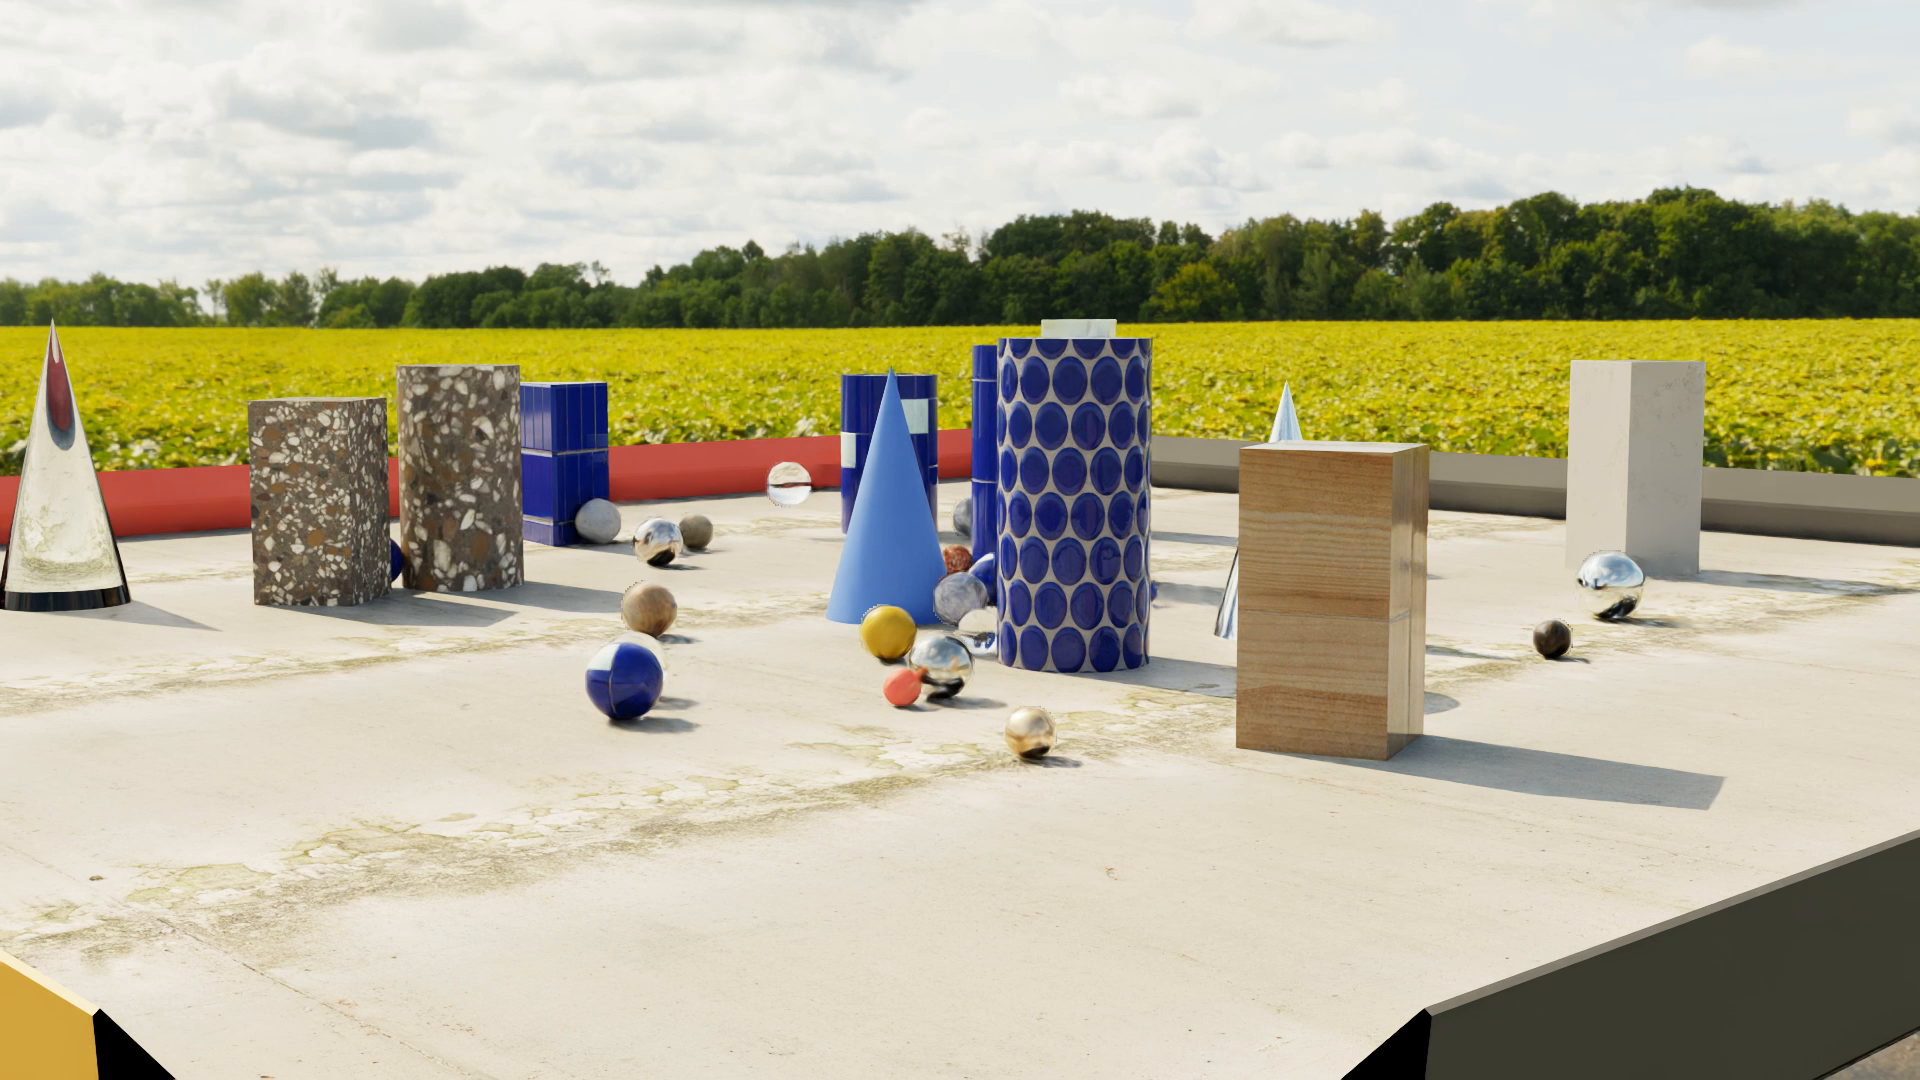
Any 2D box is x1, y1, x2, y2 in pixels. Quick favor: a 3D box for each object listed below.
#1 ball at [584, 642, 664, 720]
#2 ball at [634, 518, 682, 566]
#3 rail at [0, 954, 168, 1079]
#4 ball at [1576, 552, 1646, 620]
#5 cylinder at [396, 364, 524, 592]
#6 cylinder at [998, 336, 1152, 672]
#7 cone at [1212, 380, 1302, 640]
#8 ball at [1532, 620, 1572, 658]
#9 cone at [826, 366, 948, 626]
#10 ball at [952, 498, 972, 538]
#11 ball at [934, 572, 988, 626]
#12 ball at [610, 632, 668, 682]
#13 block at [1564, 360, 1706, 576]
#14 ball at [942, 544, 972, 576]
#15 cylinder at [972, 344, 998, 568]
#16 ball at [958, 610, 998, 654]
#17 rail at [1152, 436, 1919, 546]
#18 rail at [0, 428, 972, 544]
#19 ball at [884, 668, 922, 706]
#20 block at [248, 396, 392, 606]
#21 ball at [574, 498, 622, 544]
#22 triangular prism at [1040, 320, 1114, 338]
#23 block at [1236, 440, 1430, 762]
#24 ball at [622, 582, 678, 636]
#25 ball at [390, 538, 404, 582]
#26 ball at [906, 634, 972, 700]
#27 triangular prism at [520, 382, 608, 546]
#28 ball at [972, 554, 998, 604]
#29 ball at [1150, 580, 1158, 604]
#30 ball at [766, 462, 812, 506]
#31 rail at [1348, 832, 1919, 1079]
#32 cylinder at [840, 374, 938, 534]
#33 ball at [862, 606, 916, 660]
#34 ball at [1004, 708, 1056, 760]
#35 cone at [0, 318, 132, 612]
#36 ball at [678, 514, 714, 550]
[{"bbox_3d":[-0.365,0.153,2.392,0.086,0.086,0.086,0,6,0],"label":"ball"},{"bbox_3d":[-0.526,0.002,3.833,0.085,0.085,0.085,0,6,0],"label":"ball"},{"bbox_3d":[-1.361,0.164,2.083,0.045,0.126,3.728,-5,8,-42],"label":"rail"},{"bbox_3d":[0.937,0.066,3.167,0.097,0.097,0.097,0,6,0],"label":"ball"},{"bbox_3d":[-0.809,-0.105,3.561,0.195,0.355,0.195,0,6,0],"label":"cylinder"},{"bbox_3d":[0.144,-0.050,2.778,0.195,0.409,0.195,0,6,0],"label":"cylinder"},{"bbox_3d":[0.445,-0.045,3.012,0.195,0.350,0.195,0,6,0],"label":"cone"},{"bbox_3d":[0.759,0.126,2.821,0.049,0.049,0.049,0,6,0],"label":"ball"},{"bbox_3d":[-0.099,-0.070,3.182,0.195,0.365,0.195,0,6,0],"label":"cone"},{"bbox_3d":[0.023,-0.043,4.295,0.078,0.078,0.078,0,6,0],"label":"ball"},{"bbox_3d":[0.002,0.084,3.098,0.077,0.077,0.077,0,6,0],"label":"ball"},{"bbox_3d":[-0.372,0.144,2.519,0.077,0.077,0.077,0,6,0],"label":"ball"},{"bbox_3d":[1.149,-0.126,3.748,0.156,0.358,0.156,-3,6,-23],"label":"block"},{"bbox_3d":[-0.008,0.035,3.656,0.056,0.056,0.056,0,6,0],"label":"ball"},{"bbox_3d":[0.116,-0.130,3.649,0.195,0.386,0.195,0,6,0],"label":"cylinder"},{"bbox_3d":[0.026,0.119,2.844,0.059,0.059,0.059,0,6,0],"label":"ball"},{"bbox_3d":[1.361,-0.098,4.581,0.045,0.126,3.728,-5,8,-42],"label":"rail"},{"bbox_3d":[-1.248,-0.108,4.677,3.751,0.126,0.045,-5,8,-42],"label":"rail"},{"bbox_3d":[-0.065,0.166,2.475,0.043,0.043,0.043,0,6,0],"label":"ball"},{"bbox_3d":[-0.981,-0.062,3.379,0.156,0.308,0.156,1,6,7],"label":"block"},{"bbox_3d":[-0.687,-0.035,4.175,0.088,0.088,0.088,0,6,0],"label":"ball"},{"bbox_3d":[0.273,-0.232,4.437,0.169,0.424,0.146,4,7,35],"label":"triangular prism"},{"bbox_3d":[0.384,0.056,2.262,0.156,0.306,0.156,3,7,25],"label":"block"},{"bbox_3d":[-0.424,0.095,3.003,0.074,0.074,0.074,0,6,0],"label":"ball"},{"bbox_3d":[-0.935,0.033,3.508,0.091,0.091,0.091,0,6,0],"label":"ball"},{"bbox_3d":[-0.023,0.145,2.519,0.076,0.076,0.076,0,6,0],"label":"ball"},{"bbox_3d":[-0.745,-0.150,4.234,0.146,0.305,0.169,-4,7,-33],"label":"triangular prism"},{"bbox_3d":[0.055,0.058,3.340,0.077,0.077,0.077,0,6,0],"label":"ball"},{"bbox_3d":[0.276,0.078,3.313,0.042,0.042,0.042,0,6,0],"label":"ball"},{"bbox_3d":[-0.336,-0.110,4.321,0.088,0.088,0.088,0,6,0],"label":"ball"},{"bbox_3d":[1.248,0.174,1.987,3.751,0.126,0.045,-5,8,-42],"label":"rail"},{"bbox_3d":[-0.141,-0.173,4.399,0.195,0.315,0.195,0,6,0],"label":"cylinder"},{"bbox_3d":[-0.090,0.118,2.795,0.071,0.071,0.071,0,6,0],"label":"ball"},{"bbox_3d":[0.070,0.192,2.185,0.051,0.051,0.051,0,6,0],"label":"ball"},{"bbox_3d":[-1.362,-0.119,3.324,0.195,0.433,0.195,0,6,0],"label":"cone"},{"bbox_3d":[-0.492,-0.016,4.090,0.068,0.068,0.068,0,6,0],"label":"ball"}]
